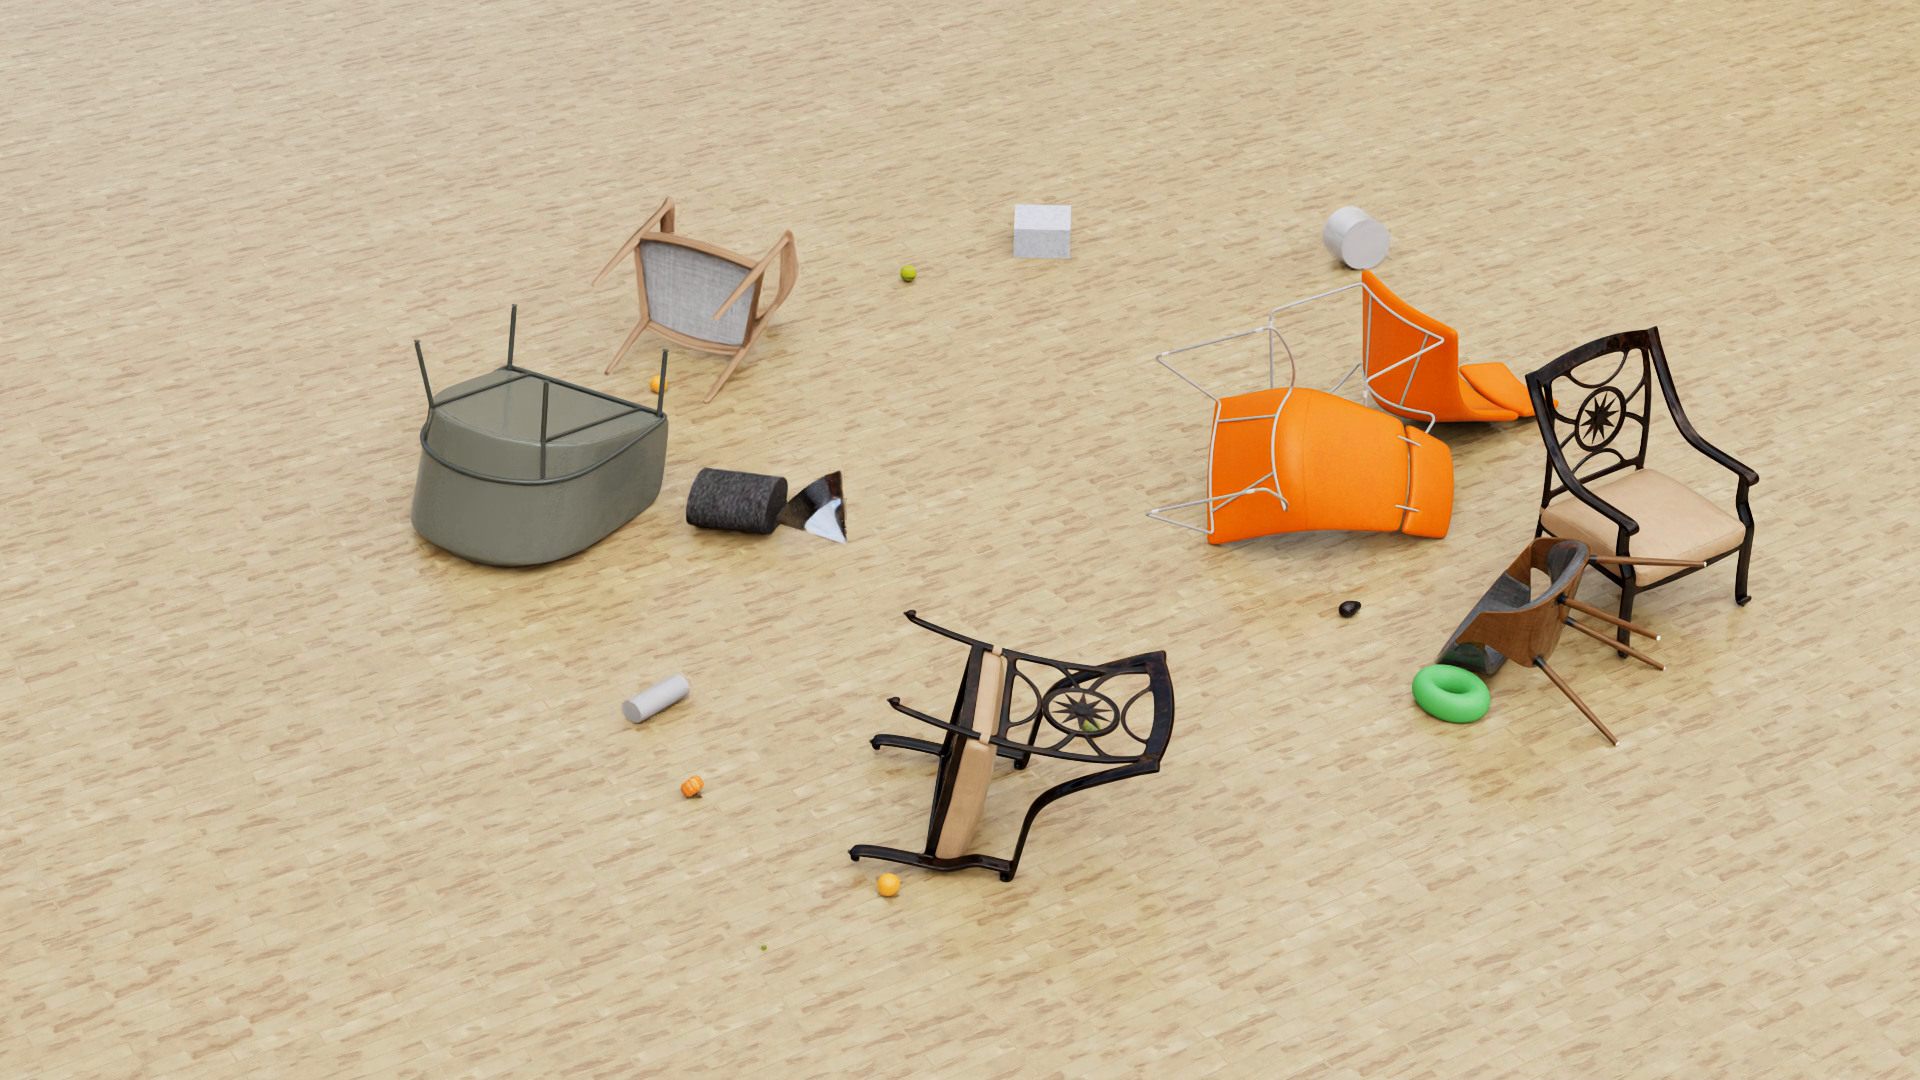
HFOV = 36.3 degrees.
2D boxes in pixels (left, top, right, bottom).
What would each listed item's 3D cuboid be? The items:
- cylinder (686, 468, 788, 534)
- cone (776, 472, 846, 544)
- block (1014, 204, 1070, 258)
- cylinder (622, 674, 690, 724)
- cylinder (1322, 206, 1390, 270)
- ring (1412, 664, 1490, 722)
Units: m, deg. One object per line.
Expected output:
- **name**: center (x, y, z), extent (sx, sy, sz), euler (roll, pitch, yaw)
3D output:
- **cylinder**: center (-0.835, -0.147, 10.997), extent (0.304, 0.186, 0.320), euler (7, 28, 11)
- **cone**: center (-0.493, -0.071, 10.945), extent (0.312, 0.267, 0.234), euler (-34, 76, -19)
- **block**: center (0.362, -1.356, 12.876), extent (0.245, 0.139, 0.235), euler (1, 33, 2)
- **cylinder**: center (-1.042, 0.542, 10.040), extent (0.219, 0.085, 0.109), euler (-30, 18, -37)
- **cylinder**: center (1.718, -1.309, 12.705), extent (0.278, 0.228, 0.141), euler (25, 14, -41)
- **ring**: center (1.683, 0.526, 10.048), extent (0.282, 0.109, 0.220), euler (25, 42, 31)
